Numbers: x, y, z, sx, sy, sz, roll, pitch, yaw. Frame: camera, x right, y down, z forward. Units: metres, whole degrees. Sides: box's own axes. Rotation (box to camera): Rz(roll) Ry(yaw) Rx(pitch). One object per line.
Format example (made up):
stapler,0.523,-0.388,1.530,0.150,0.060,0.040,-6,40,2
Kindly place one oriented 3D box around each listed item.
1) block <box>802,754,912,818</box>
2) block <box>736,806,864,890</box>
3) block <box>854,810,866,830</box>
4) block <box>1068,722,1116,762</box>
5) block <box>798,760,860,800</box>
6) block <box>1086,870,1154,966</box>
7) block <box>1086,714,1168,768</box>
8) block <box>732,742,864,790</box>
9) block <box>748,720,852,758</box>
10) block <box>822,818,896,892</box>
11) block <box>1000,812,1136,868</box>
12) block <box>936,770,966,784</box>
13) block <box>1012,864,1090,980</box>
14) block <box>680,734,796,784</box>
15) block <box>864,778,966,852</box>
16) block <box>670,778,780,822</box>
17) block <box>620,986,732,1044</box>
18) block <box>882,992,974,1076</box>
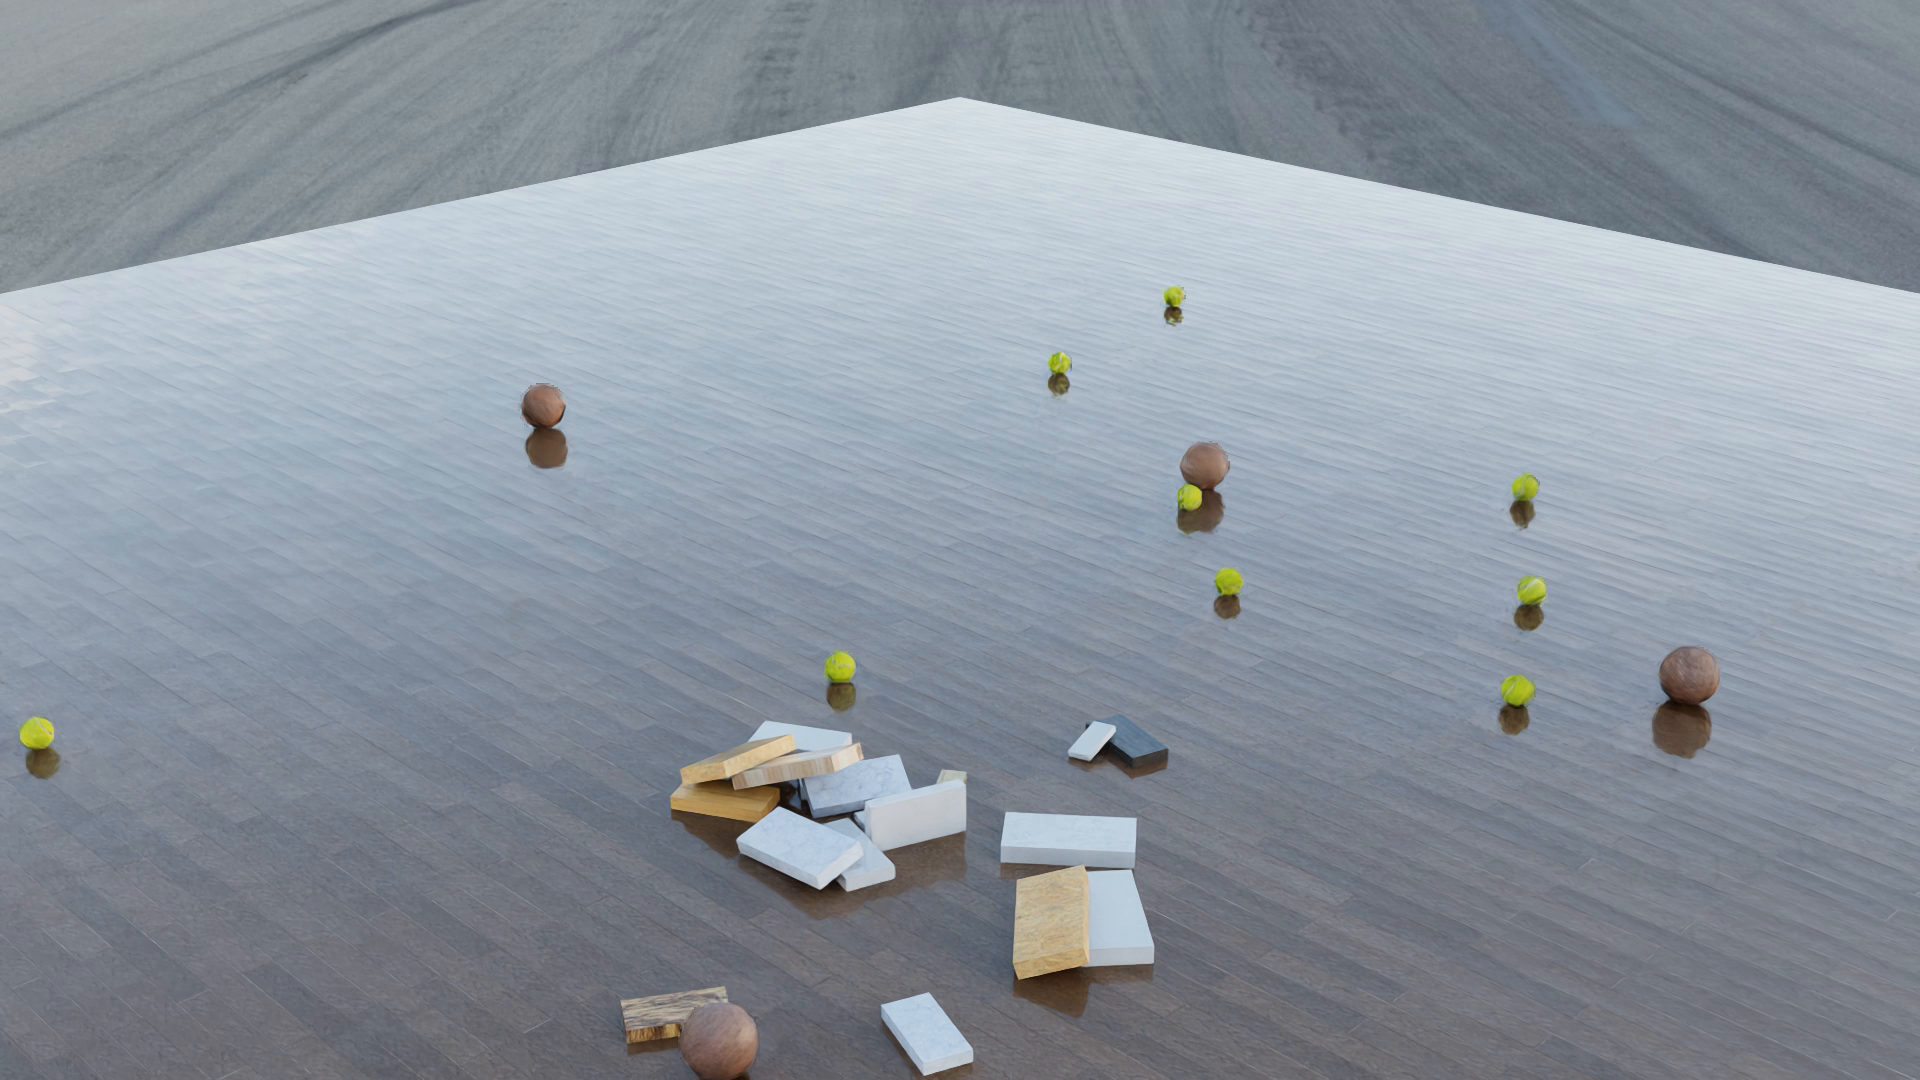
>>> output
block,-0.211,0.502,4.486,0.206,0.029,0.103,-9,44,-14
block,-0.312,0.595,4.262,0.235,0.033,0.117,16,41,42
block,-0.155,0.556,4.431,0.106,0.015,0.053,-11,25,-24
block,0.282,0.429,4.689,0.053,0.015,0.106,10,39,37
block,-0.235,0.495,4.558,0.198,0.028,0.099,-3,23,-8
block,0.272,0.698,4.070,0.130,0.037,0.260,-2,23,-5
block,0.357,0.431,4.713,0.090,0.026,0.181,-13,26,-27
block,-0.330,0.459,4.457,0.244,0.033,0.117,-13,3,28
block,-0.342,0.434,4.702,0.198,0.028,0.099,7,24,16
block,-0.219,0.611,4.283,0.103,0.029,0.206,-12,26,-26
block,0.215,0.590,4.323,0.260,0.037,0.130,2,23,5
block,-0.022,0.508,4.543,0.053,0.015,0.106,5,23,11
block,0.168,0.695,4.014,0.130,0.037,0.260,-15,24,10
block,-0.457,0.453,4.546,0.117,0.033,0.235,-13,2,34
block,-0.087,0.545,4.343,0.206,0.103,0.029,-11,25,-24
block,-0.478,0.527,4.484,0.198,0.028,0.099,7,24,16
block,-0.489,0.819,3.797,0.181,0.026,0.090,-5,24,-13
block,-0.057,0.840,3.748,0.090,0.026,0.181,-10,25,-23
